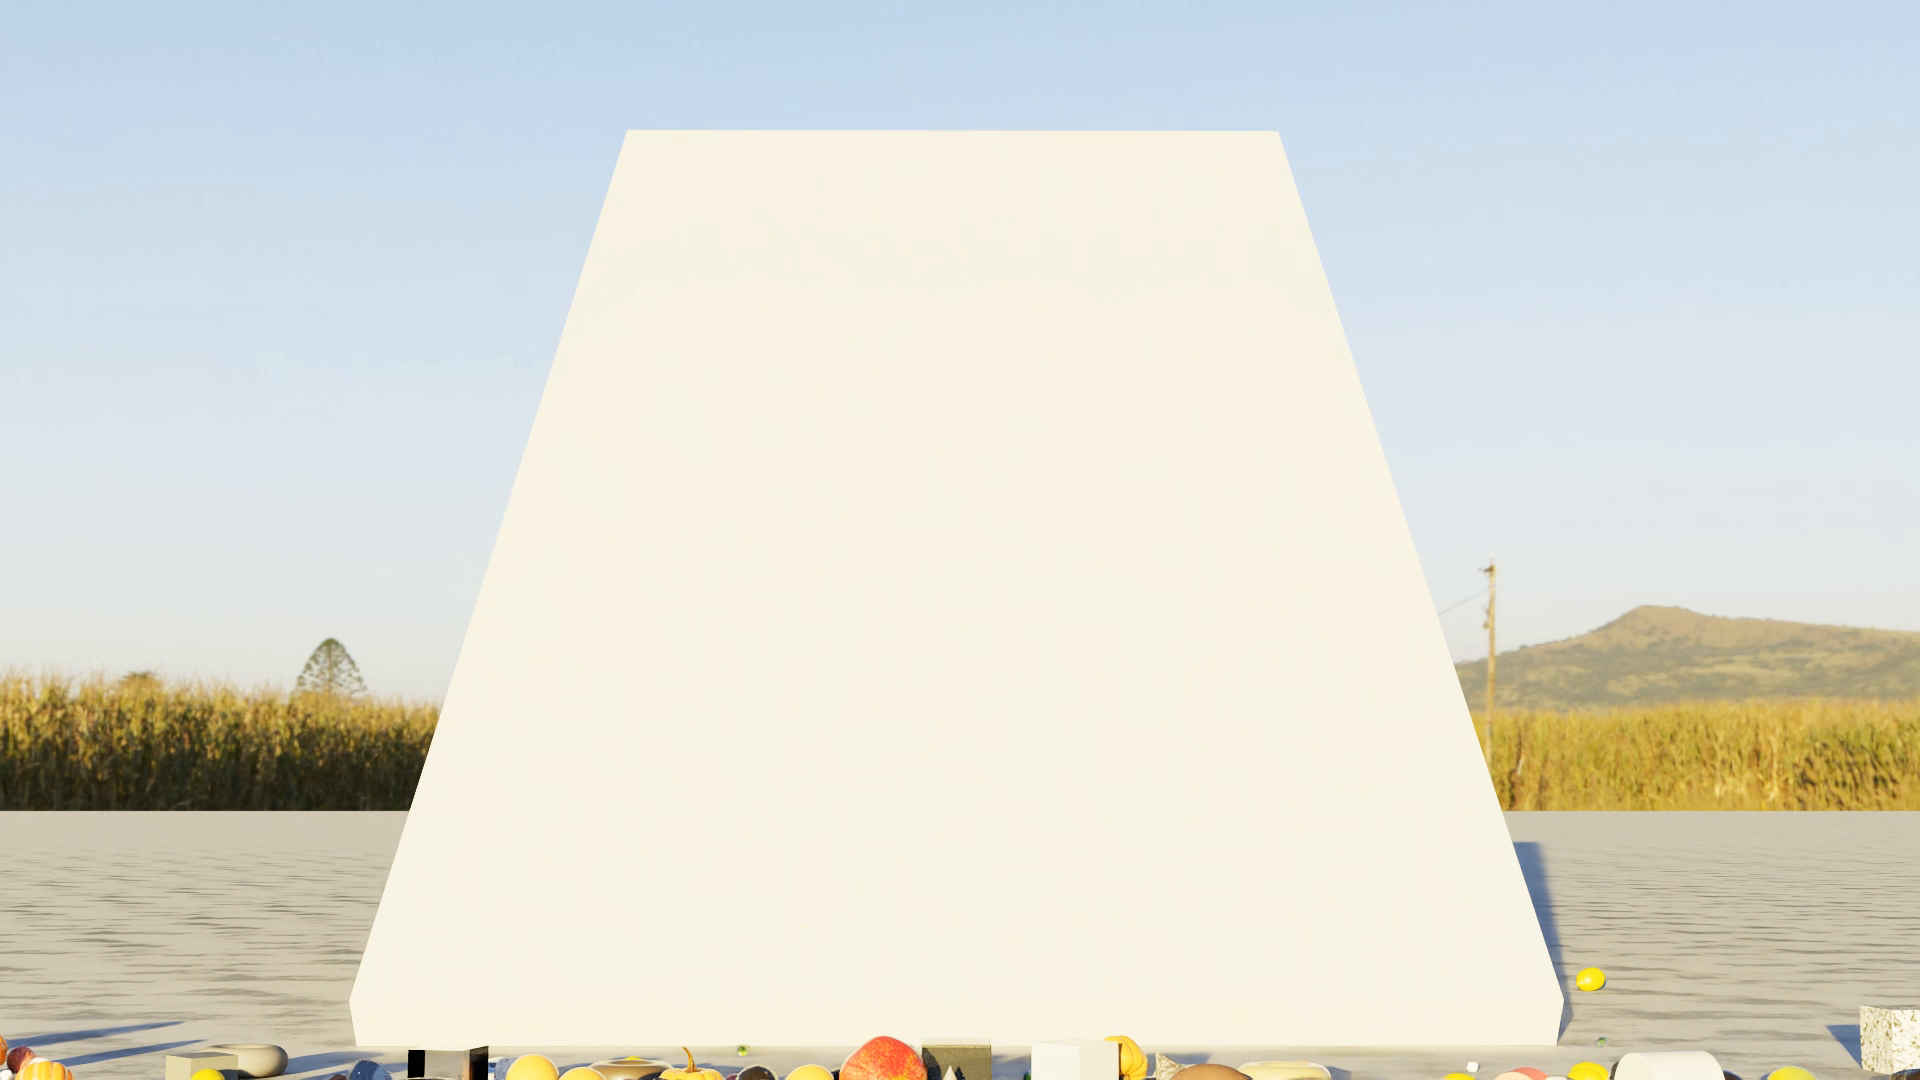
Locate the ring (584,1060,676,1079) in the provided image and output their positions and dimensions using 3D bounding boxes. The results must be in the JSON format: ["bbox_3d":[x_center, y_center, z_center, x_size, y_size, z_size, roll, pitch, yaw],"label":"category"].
[{"bbox_3d":[-0.460,0.751,3.377,0.129,0.043,0.129,1,-7,0],"label":"ring"}]

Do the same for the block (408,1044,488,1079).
[{"bbox_3d":[-0.682,0.716,3.225,0.078,0.078,0.078,-2,-6,15],"label":"block"}]

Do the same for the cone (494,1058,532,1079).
[{"bbox_3d":[-0.632,0.756,3.347,0.057,0.057,0.057,-2,20,21],"label":"cone"}]

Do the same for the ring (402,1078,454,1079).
[{"bbox_3d":[-0.690,0.718,3.099,0.139,0.046,0.139,0,-5,0],"label":"ring"}]

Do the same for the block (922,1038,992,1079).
[{"bbox_3d":[-0.005,0.705,3.184,0.090,0.090,0.090,0,-6,-1],"label":"block"}]

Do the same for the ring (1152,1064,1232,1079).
[{"bbox_3d":[0.322,0.748,3.336,0.117,0.039,0.117,1,-5,0],"label":"ring"}]

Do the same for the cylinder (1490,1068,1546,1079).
[{"bbox_3d":[0.706,0.700,3.041,0.069,0.069,0.069,-4,-17,32],"label":"cylinder"}]

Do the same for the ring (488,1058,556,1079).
[{"bbox_3d":[-0.634,0.763,3.462,0.113,0.038,0.113,1,-6,0],"label":"ring"}]

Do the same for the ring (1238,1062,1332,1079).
[{"bbox_3d":[0.446,0.746,3.340,0.134,0.045,0.134,0,-7,0],"label":"ring"}]

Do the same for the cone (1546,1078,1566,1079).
[{"bbox_3d":[0.683,0.691,2.830,0.095,0.095,0.095,3,-34,-26],"label":"cone"}]

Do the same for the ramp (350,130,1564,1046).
[{"bbox_3d":[-0.013,-0.207,5.738,2.000,0.100,4.000,0,30,0],"label":"ramp"}]

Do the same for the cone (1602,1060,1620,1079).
[{"bbox_3d":[0.841,0.726,3.123,0.081,0.081,0.081,3,-41,-29],"label":"cone"}]

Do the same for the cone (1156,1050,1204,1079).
[{"bbox_3d":[0.264,0.670,3.017,0.087,0.087,0.087,-18,-41,-17],"label":"cone"}]

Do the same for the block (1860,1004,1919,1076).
[{"bbox_3d":[1.428,0.754,3.650,0.096,0.096,0.096,1,-6,-7],"label":"block"}]

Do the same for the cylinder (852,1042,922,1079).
[{"bbox_3d":[-0.101,0.734,3.349,0.070,0.070,0.070,2,-6,-36],"label":"cylinder"}]

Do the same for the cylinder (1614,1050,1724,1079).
[{"bbox_3d":[0.876,0.680,2.986,0.097,0.097,0.097,2,-7,-17],"label":"cylinder"}]

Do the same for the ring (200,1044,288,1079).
[{"bbox_3d":[-1.066,0.774,3.593,0.133,0.044,0.133,1,-7,0],"label":"ring"}]

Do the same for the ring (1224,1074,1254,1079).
[{"bbox_3d":[0.334,0.667,2.823,0.031,0.094,0.094,-15,0,-24],"label":"ring"}]

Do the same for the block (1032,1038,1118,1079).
[{"bbox_3d":[0.155,0.716,3.251,0.083,0.083,0.083,-6,-8,42],"label":"block"}]

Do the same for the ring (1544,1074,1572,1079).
[{"bbox_3d":[0.814,0.755,3.341,0.080,0.027,0.080,1,-6,0],"label":"ring"}]

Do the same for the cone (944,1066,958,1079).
[{"bbox_3d":[-0.012,0.707,3.099,0.068,0.068,0.068,0,-6,0],"label":"cone"}]

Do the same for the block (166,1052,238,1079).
[{"bbox_3d":[-1.010,0.721,3.223,0.068,0.068,0.068,-6,-9,45],"label":"block"}]
